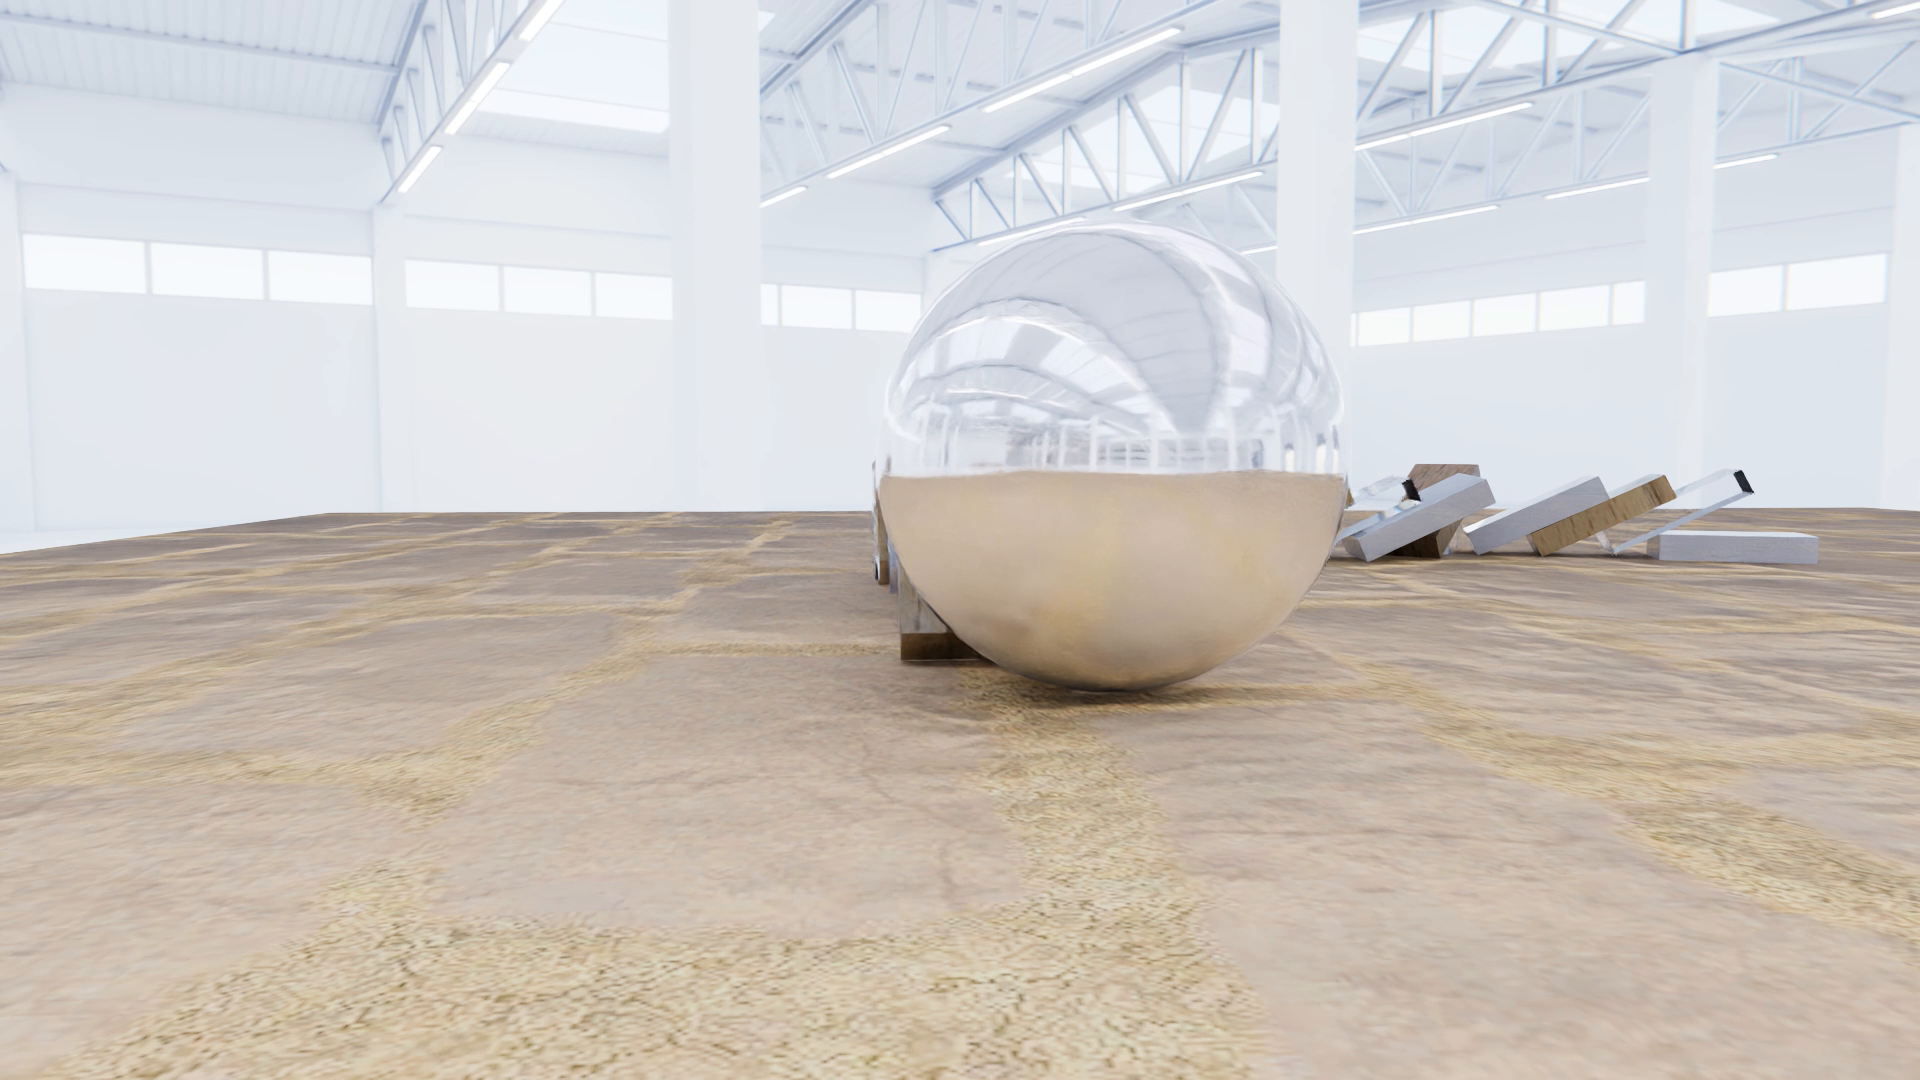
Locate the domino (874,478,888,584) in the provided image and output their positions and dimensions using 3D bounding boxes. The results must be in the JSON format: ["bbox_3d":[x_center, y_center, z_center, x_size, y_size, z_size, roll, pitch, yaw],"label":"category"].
[{"bbox_3d":[-0.014,-0.006,0.403,0.025,0.009,0.050,-1,39,-5],"label":"domino"}]

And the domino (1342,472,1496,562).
[{"bbox_3d":[0.167,-0.009,0.471,0.050,0.009,0.025,-25,7,3],"label":"domino"}]

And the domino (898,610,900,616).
[{"bbox_3d":[-0.001,0.000,0.278,0.025,0.050,0.009,0,-38,-5],"label":"domino"}]

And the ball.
[{"bbox_3d":[0.025,-0.014,0.220,0.080,0.080,0.080,0,4,0],"label":"ball"}]

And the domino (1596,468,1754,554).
[{"bbox_3d":[0.266,-0.011,0.480,0.050,0.010,0.025,-27,-5,17],"label":"domino"}]

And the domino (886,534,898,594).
[{"bbox_3d":[-0.009,-0.003,0.383,0.025,0.010,0.050,0,36,-5],"label":"domino"}]

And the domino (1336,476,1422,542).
[{"bbox_3d":[0.142,-0.008,0.476,0.050,0.009,0.025,-25,4,4],"label":"domino"}]

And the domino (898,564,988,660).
[{"bbox_3d":[0.000,0.001,0.265,0.025,0.050,0.009,0,-38,-5],"label":"domino"}]

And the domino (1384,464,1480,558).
[{"bbox_3d":[0.181,-0.012,0.497,0.025,0.010,0.050,4,38,41],"label":"domino"}]

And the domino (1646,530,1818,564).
[{"bbox_3d":[0.284,0.002,0.474,0.050,0.009,0.025,1,5,18],"label":"domino"}]

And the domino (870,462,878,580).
[{"bbox_3d":[-0.016,-0.007,0.419,0.025,0.010,0.050,-1,39,-5],"label":"domino"}]

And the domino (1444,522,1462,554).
[{"bbox_3d":[0.188,-0.001,0.522,0.025,0.010,0.050,2,5,26],"label":"domino"}]

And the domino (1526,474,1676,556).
[{"bbox_3d":[0.242,-0.010,0.487,0.050,0.009,0.025,-27,-4,17],"label":"domino"}]

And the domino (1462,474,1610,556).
[{"bbox_3d":[0.221,-0.010,0.494,0.050,0.009,0.025,-26,-4,18],"label":"domino"}]

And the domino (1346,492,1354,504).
[{"bbox_3d":[0.120,-0.009,0.482,0.050,0.010,0.025,-25,4,2],"label":"domino"}]
